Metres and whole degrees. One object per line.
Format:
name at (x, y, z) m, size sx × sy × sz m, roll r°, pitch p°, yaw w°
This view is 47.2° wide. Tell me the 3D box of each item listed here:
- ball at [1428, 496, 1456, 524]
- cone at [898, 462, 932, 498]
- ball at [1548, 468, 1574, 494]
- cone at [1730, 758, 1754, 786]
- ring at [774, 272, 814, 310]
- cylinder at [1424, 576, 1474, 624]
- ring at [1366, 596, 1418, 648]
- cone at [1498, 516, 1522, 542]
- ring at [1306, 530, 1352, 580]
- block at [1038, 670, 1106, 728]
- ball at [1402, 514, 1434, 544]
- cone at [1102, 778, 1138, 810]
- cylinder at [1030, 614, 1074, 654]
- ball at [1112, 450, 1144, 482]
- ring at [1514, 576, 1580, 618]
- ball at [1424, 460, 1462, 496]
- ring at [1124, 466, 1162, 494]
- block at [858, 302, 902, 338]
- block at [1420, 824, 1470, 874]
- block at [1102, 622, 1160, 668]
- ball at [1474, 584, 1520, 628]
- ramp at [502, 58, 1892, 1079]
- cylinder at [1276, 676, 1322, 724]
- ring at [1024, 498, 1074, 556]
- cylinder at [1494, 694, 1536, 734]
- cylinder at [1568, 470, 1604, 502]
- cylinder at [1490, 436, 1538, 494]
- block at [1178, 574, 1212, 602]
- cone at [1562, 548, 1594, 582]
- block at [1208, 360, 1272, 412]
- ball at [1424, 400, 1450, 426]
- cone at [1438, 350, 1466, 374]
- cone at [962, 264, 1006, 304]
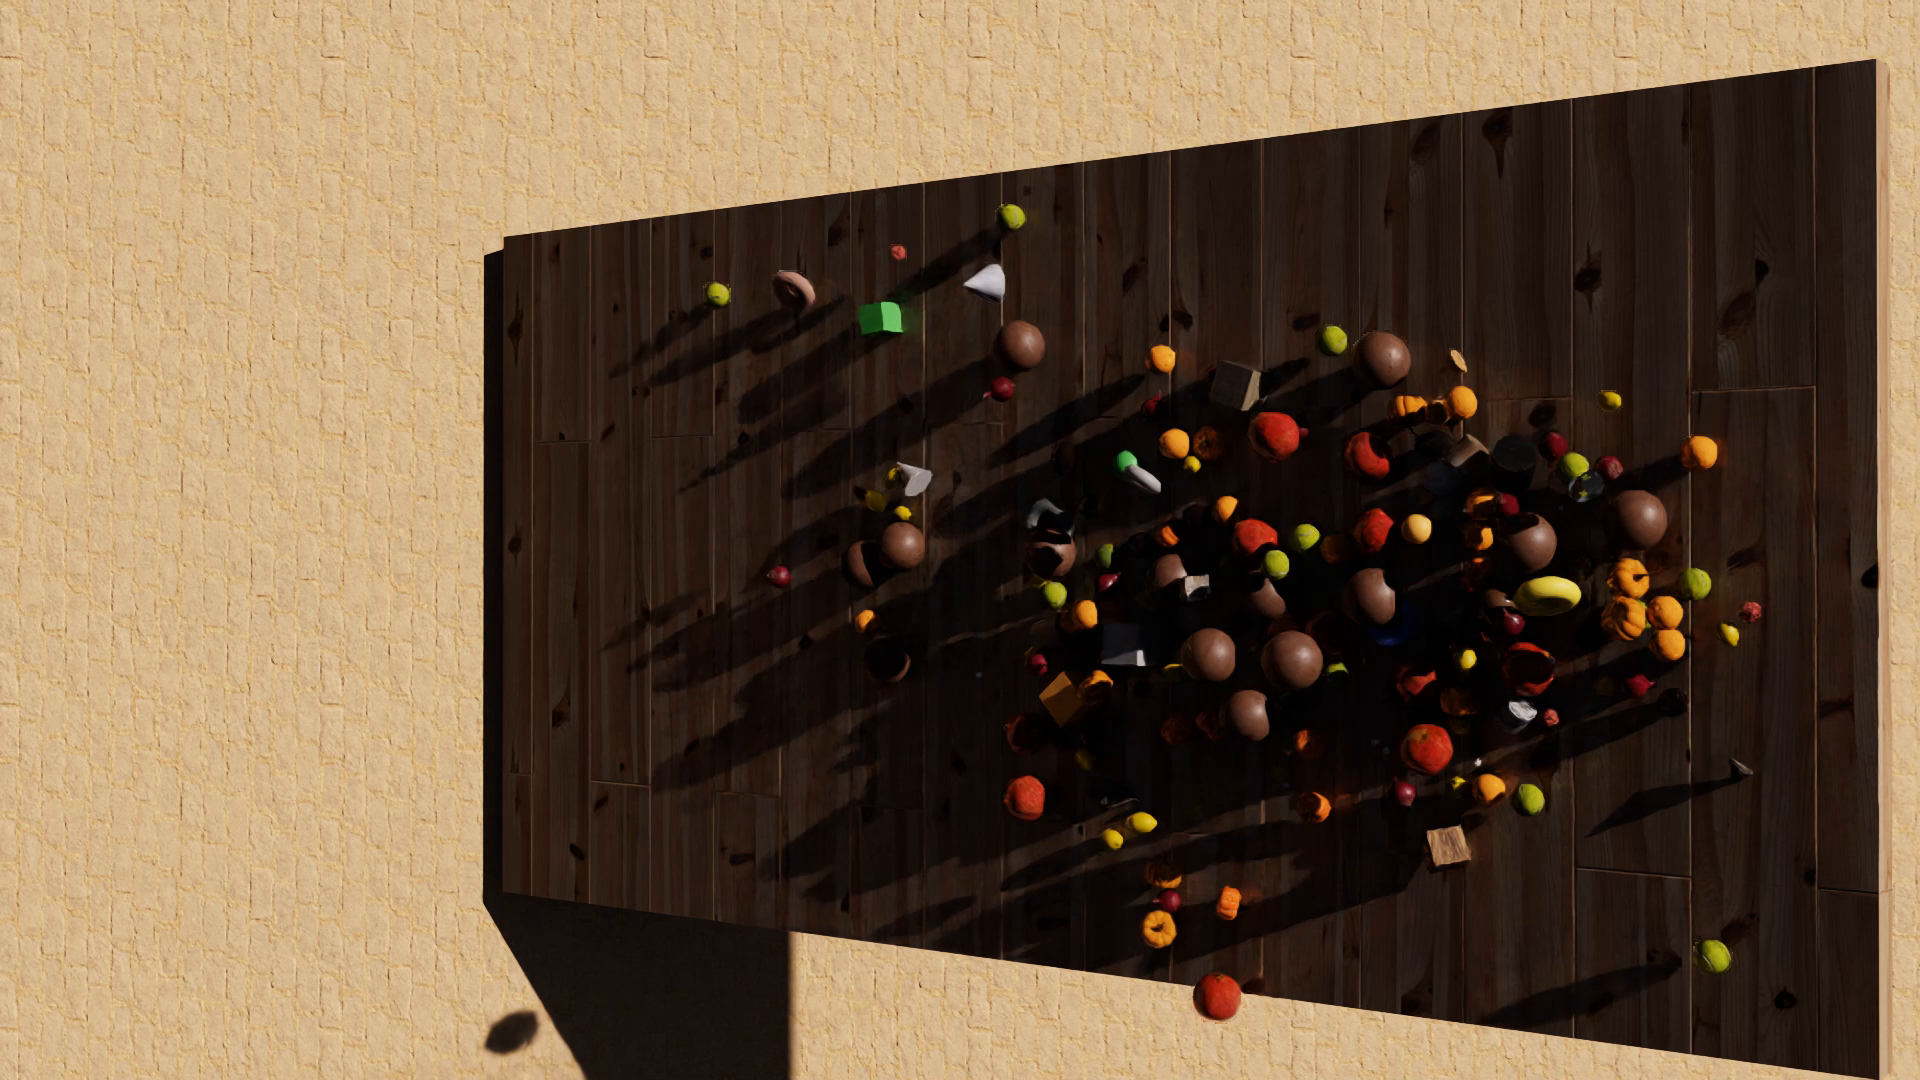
ball at (1.050, -0.066, 4.785) m, size 0.059 × 0.059 × 0.059 m, roll 0°, pitch 90°, yaw 0°
cone at (-0.135, -0.174, 5.689) m, size 0.089 × 0.089 × 0.089 m, roll -44°, pitch 64°, yaw 0°
ball at (1.273, -0.124, 4.658) m, size 0.056 × 0.056 × 0.056 m, roll 0°, pitch 90°, yaw 0°
cone at (1.568, 0.459, 4.439) m, size 0.053 × 0.053 × 0.053 m, roll -30°, pitch 74°, yaw 0°
ring at (-0.450, -0.672, 5.947) m, size 0.122 × 0.122 × 0.041 m, roll 31°, pitch 53°, yaw 0°
cylinder at (1.070, 0.130, 4.804) m, size 0.077 × 0.077 × 0.077 m, roll 31°, pitch 111°, yaw 0°
ring at (0.960, 0.181, 4.893) m, size 0.116 × 0.039 × 0.116 m, roll -3°, pitch 80°, yaw 16°
cone at (1.186, -0.017, 4.741) m, size 0.052 × 0.052 × 0.052 m, roll -13°, pitch 122°, yaw 0°
ring at (0.840, 0.034, 5.003) m, size 0.116 × 0.039 × 0.116 m, roll -2°, pitch 87°, yaw 37°
block at (0.276, 0.387, 5.389) m, size 0.097 × 0.097 × 0.097 m, roll -48°, pitch 63°, yaw 26°
ball at (0.994, -0.024, 4.781) m, size 0.068 × 0.068 × 0.068 m, roll 0°, pitch 90°, yaw 0°
cone at (0.391, 0.623, 5.338) m, size 0.083 × 0.083 × 0.083 m, roll 7°, pitch 90°, yaw 10°
cylinder at (0.228, 0.232, 5.438) m, size 0.080 × 0.080 × 0.080 m, roll -19°, pitch 90°, yaw 35°
ball at (0.406, -0.179, 5.307) m, size 0.077 × 0.077 × 0.077 m, roll 0°, pitch 90°, yaw 0°
ring at (1.224, 0.119, 4.589) m, size 0.138 × 0.138 × 0.046 m, roll -1°, pitch 62°, yaw 0°
ball at (1.054, -0.134, 4.806) m, size 0.082 × 0.082 × 0.082 m, roll 0°, pitch 90°, yaw 0°
ring at (0.426, -0.140, 5.128) m, size 0.100 × 0.100 × 0.033 m, roll 33°, pitch 84°, yaw 0°
block at (-0.209, -0.578, 5.775) m, size 0.077 × 0.077 × 0.077 m, roll -9°, pitch 84°, yaw 37°
block at (1.053, 0.672, 4.774) m, size 0.078 × 0.078 × 0.078 m, roll -10°, pitch 68°, yaw -2°
block at (0.411, 0.252, 5.282) m, size 0.099 × 0.099 × 0.099 m, roll 0°, pitch 85°, yaw 37°
ball at (1.156, 0.141, 4.726) m, size 0.097 × 0.097 × 0.097 m, roll 0°, pitch 90°, yaw 0°
ramp at (0.231, 0.065, 5.549) m, size 4.000 × 0.100 × 2.000 m, roll 0°, pitch 89°, yaw 37°
cylinder at (0.772, 0.365, 5.009) m, size 0.077 × 0.077 × 0.077 m, roll -34°, pitch 90°, yaw -1°
ring at (0.220, -0.032, 5.464) m, size 0.144 × 0.048 × 0.144 m, roll 0°, pitch 89°, yaw 34°
cylinder at (1.189, 0.372, 4.705) m, size 0.065 × 0.065 × 0.065 m, roll 8°, pitch 56°, yaw -12°
cylinder at (1.264, -0.108, 4.440) m, size 0.052 × 0.052 × 0.052 m, roll 4°, pitch 73°, yaw -12°
cylinder at (1.174, -0.160, 4.666) m, size 0.091 × 0.091 × 0.091 m, roll -3°, pitch 59°, yaw 6°
block at (0.545, 0.113, 5.111) m, size 0.058 × 0.058 × 0.058 m, roll -6°, pitch 89°, yaw -9°
cone at (1.297, 0.047, 4.574) m, size 0.070 × 0.070 × 0.070 m, roll 0°, pitch 83°, yaw -2°
block at (0.652, -0.357, 5.112) m, size 0.094 × 0.094 × 0.094 m, roll 23°, pitch 103°, yaw 35°
ball at (1.045, -0.279, 4.809) m, size 0.056 × 0.056 × 0.056 m, roll 0°, pitch 90°, yaw 0°
cone at (1.059, -0.375, 4.769) m, size 0.056 × 0.056 × 0.056 m, roll -35°, pitch 90°, yaw 31°
cone at (0.044, -0.636, 5.460) m, size 0.100 × 0.100 × 0.100 m, roll -8°, pitch 89°, yaw -39°
